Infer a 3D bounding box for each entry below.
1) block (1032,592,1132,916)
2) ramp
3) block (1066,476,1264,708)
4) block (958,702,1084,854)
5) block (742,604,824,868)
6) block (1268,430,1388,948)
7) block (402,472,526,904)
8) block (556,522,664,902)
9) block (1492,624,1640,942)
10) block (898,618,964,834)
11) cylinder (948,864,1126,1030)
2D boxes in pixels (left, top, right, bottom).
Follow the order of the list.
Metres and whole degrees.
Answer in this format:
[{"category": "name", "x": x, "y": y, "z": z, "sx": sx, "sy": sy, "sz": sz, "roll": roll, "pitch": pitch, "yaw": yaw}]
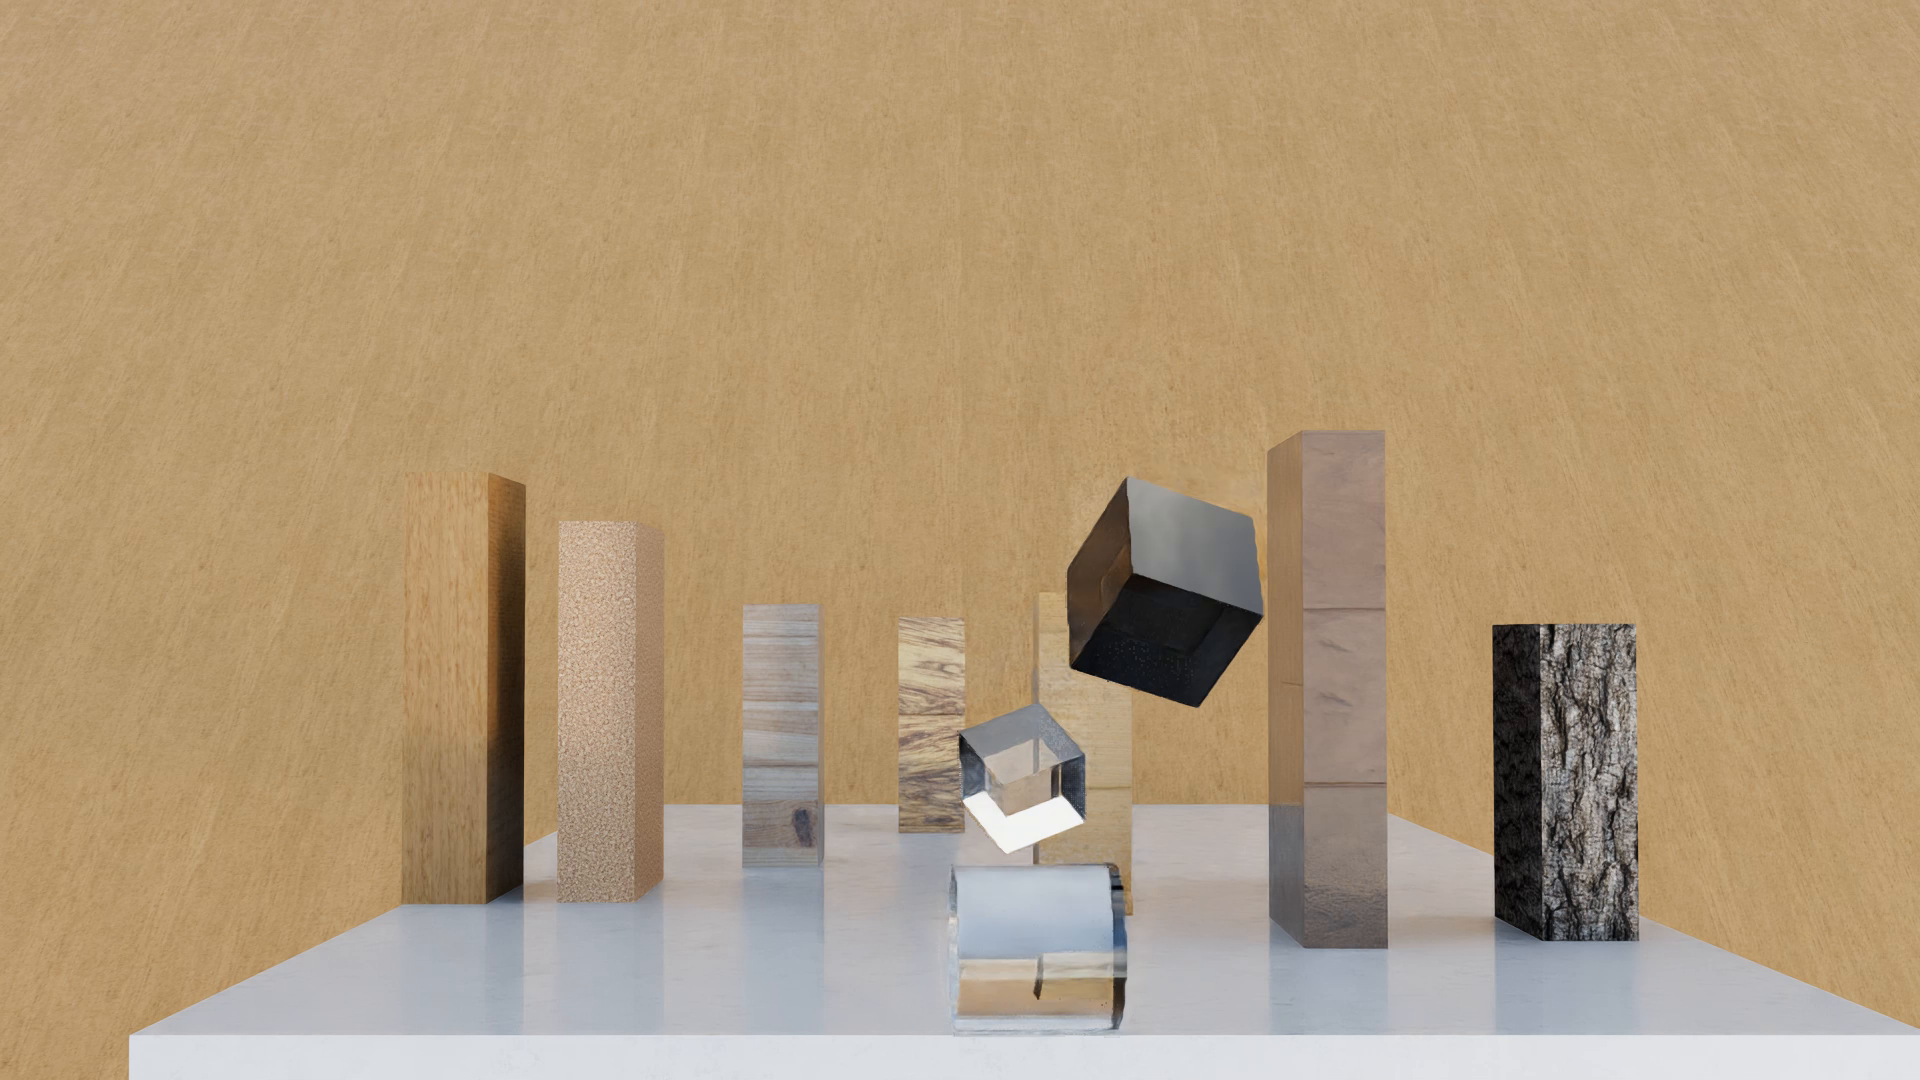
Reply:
[{"category": "block", "x": 0.200, "y": 0.347, "z": 4.329, "sx": 0.147, "sy": 0.513, "sz": 0.386, "roll": 0, "pitch": -2, "yaw": 0}, {"category": "ramp", "x": 0.079, "y": 0.674, "z": 4.877, "sx": 2.000, "sy": 0.100, "sz": 4.000, "roll": 0, "pitch": -2, "yaw": 0}, {"category": "block", "x": 0.236, "y": 0.061, "z": 3.034, "sx": 0.166, "sy": 0.166, "sz": 0.166, "roll": 18, "pitch": 40, "yaw": -15}, {"category": "block", "x": 0.083, "y": 0.316, "z": 3.468, "sx": 0.122, "sy": 0.122, "sz": 0.122, "roll": -19, "pitch": 40, "yaw": -21}, {"category": "block", "x": -0.345, "y": 0.380, "z": 5.109, "sx": 0.145, "sy": 0.506, "sz": 0.241, "roll": 0, "pitch": -2, "yaw": 0}, {"category": "block", "x": 0.548, "y": 0.219, "z": 3.910, "sx": 0.118, "sy": 0.737, "sz": 0.422, "roll": 0, "pitch": -2, "yaw": 0}, {"category": "block", "x": -0.854, "y": 0.252, "z": 4.499, "sx": 0.140, "sy": 0.716, "sz": 0.372, "roll": 0, "pitch": -2, "yaw": 0}, {"category": "block", "x": -0.607, "y": 0.294, "z": 4.551, "sx": 0.129, "sy": 0.635, "sz": 0.426, "roll": 0, "pitch": -2, "yaw": 0}, {"category": "block", "x": 0.916, "y": 0.359, "z": 3.951, "sx": 0.140, "sy": 0.461, "sz": 0.340, "roll": 0, "pitch": -2, "yaw": 0}, {"category": "block", "x": -0.064, "y": 0.425, "z": 6.045, "sx": 0.149, "sy": 0.487, "sz": 0.346, "roll": 0, "pitch": -2, "yaw": 0}, {"category": "cylinder", "x": 0.085, "y": 0.459, "z": 2.930, "sx": 0.184, "sy": 0.184, "sz": 0.184, "roll": 0, "pitch": 36, "yaw": -4}]
